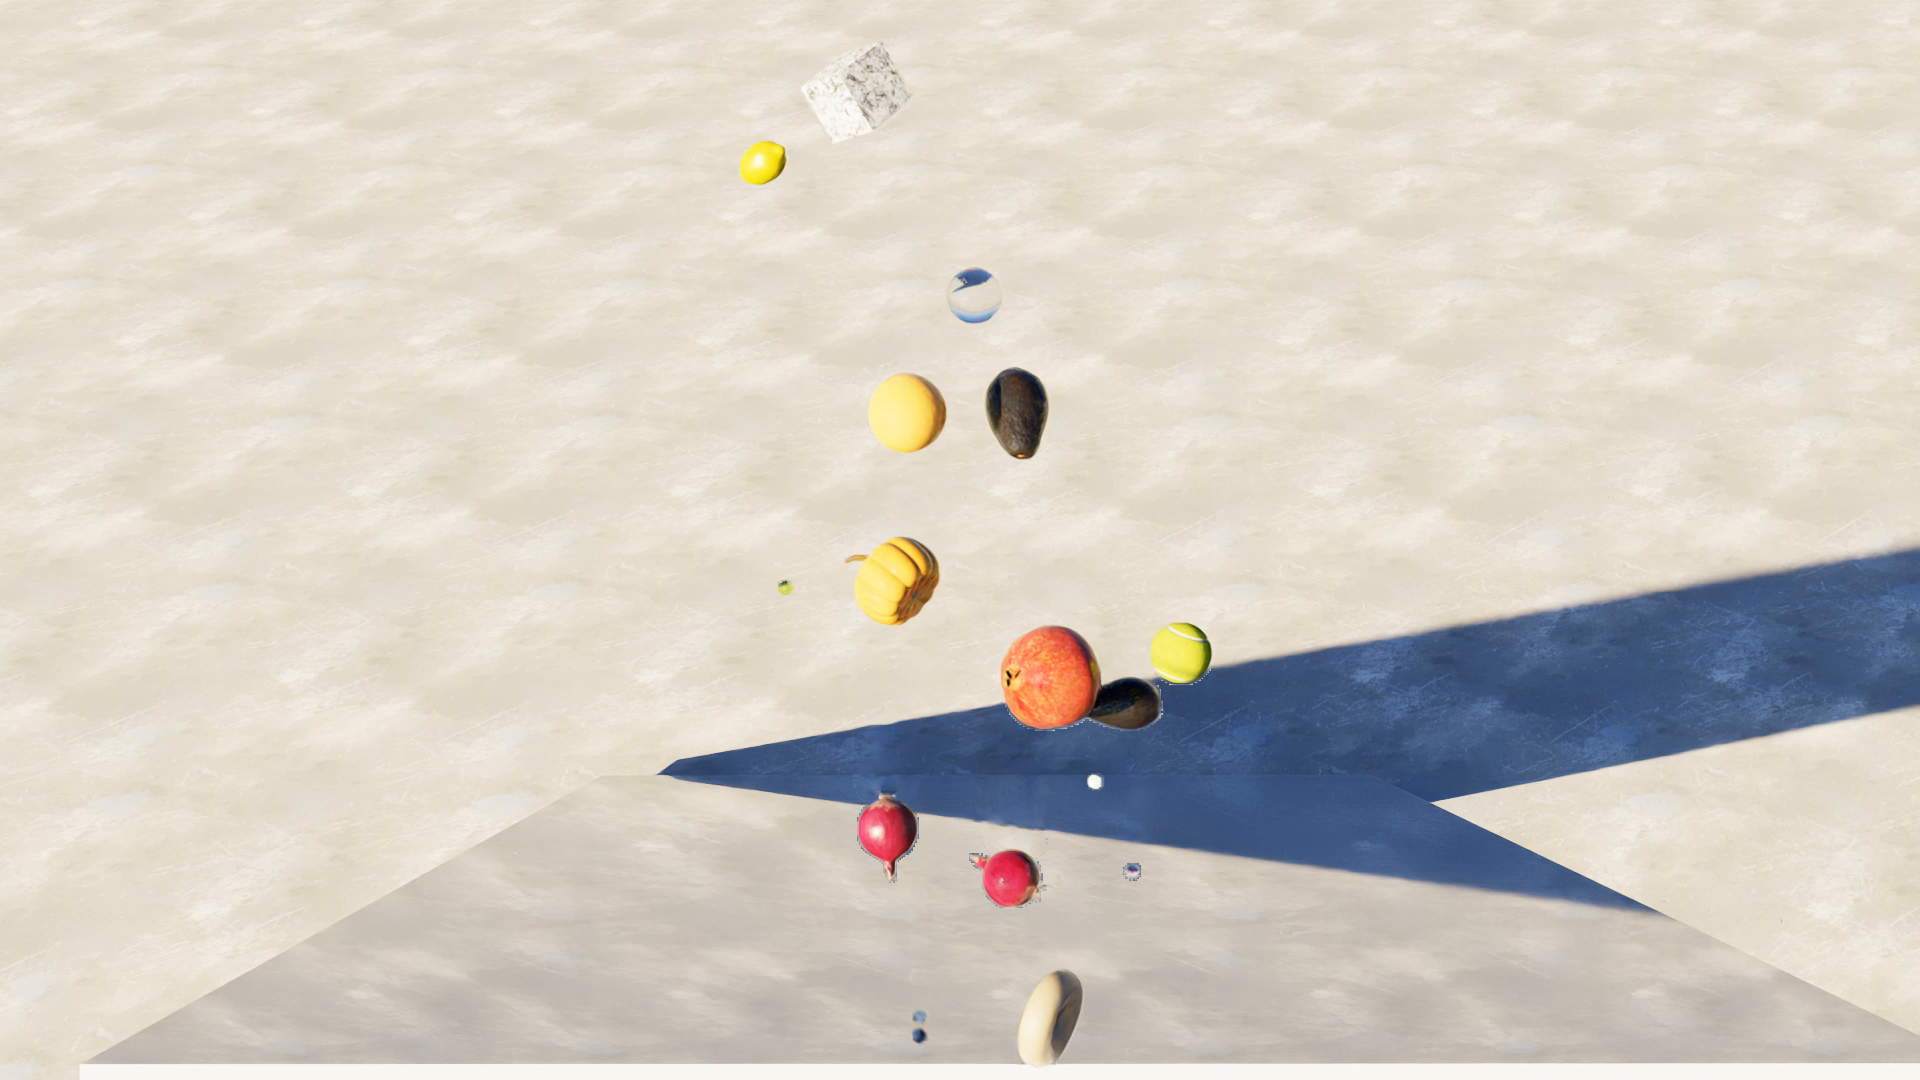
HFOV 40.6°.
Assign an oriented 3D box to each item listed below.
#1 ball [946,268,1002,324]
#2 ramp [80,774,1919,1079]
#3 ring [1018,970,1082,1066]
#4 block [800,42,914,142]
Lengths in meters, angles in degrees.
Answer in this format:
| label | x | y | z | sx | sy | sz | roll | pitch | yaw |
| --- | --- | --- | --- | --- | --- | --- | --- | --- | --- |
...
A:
| label | x | y | z | sx | sy | sz | roll | pitch | yaw |
| --- | --- | --- | --- | --- | --- | --- | --- | --- | --- |
| ball | 0.014 | -0.244 | 2.589 | 0.056 | 0.056 | 0.056 | 0 | 32 | 0 |
| ramp | 0.072 | 0.631 | 4.730 | 2.000 | 0.100 | 4.000 | 0 | -1 | 0 |
| ring | 0.095 | 0.502 | 2.719 | 0.036 | 0.107 | 0.107 | 19 | 37 | 22 |
| block | -0.100 | -0.435 | 2.518 | 0.064 | 0.064 | 0.064 | -6 | 32 | 51 |
